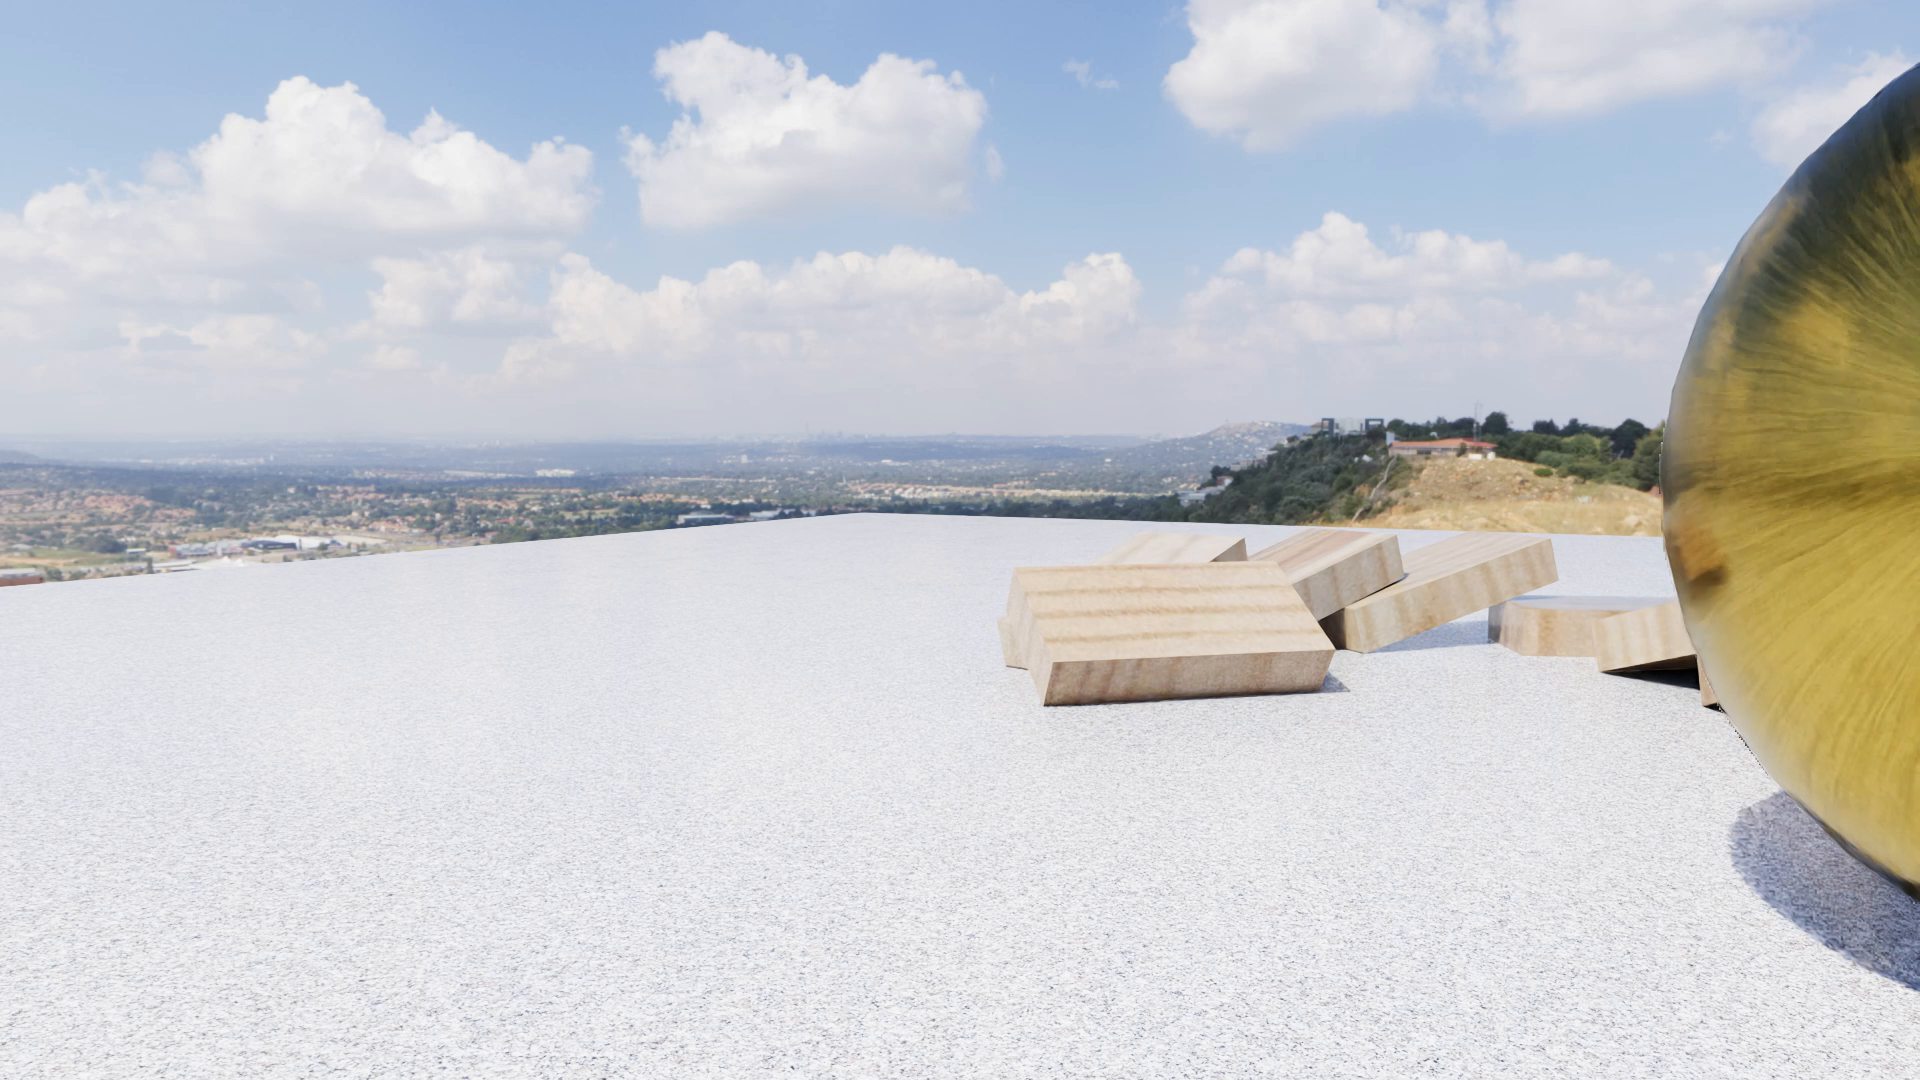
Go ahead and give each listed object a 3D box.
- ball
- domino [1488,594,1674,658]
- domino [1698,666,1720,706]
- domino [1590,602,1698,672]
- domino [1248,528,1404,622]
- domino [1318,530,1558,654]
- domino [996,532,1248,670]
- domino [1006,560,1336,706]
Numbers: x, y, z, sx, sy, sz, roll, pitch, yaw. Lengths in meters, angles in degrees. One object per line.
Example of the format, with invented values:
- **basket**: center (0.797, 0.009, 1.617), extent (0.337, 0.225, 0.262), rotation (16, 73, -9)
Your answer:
- **ball**: center (0.096, -0.004, 0.093), extent (0.080, 0.080, 0.080), rotation (0, 4, 0)
- **domino**: center (0.139, 0.018, 0.267), extent (0.050, 0.010, 0.025), rotation (1, 4, 7)
- **domino**: center (0.131, 0.017, 0.184), extent (0.025, 0.010, 0.050), rotation (0, -14, 6)
- **domino**: center (0.136, 0.014, 0.219), extent (0.025, 0.010, 0.050), rotation (-1, -13, -12)
- **domino**: center (0.066, 0.011, 0.269), extent (0.050, 0.010, 0.025), rotation (-21, 14, -27)
- **domino**: center (0.100, 0.010, 0.278), extent (0.050, 0.009, 0.025), rotation (-17, 9, -16)
- **domino**: center (0.033, 0.012, 0.253), extent (0.025, 0.010, 0.050), rotation (4, 23, 42)
- **domino**: center (0.036, 0.015, 0.222), extent (0.050, 0.010, 0.025), rotation (-1, 36, -15)
